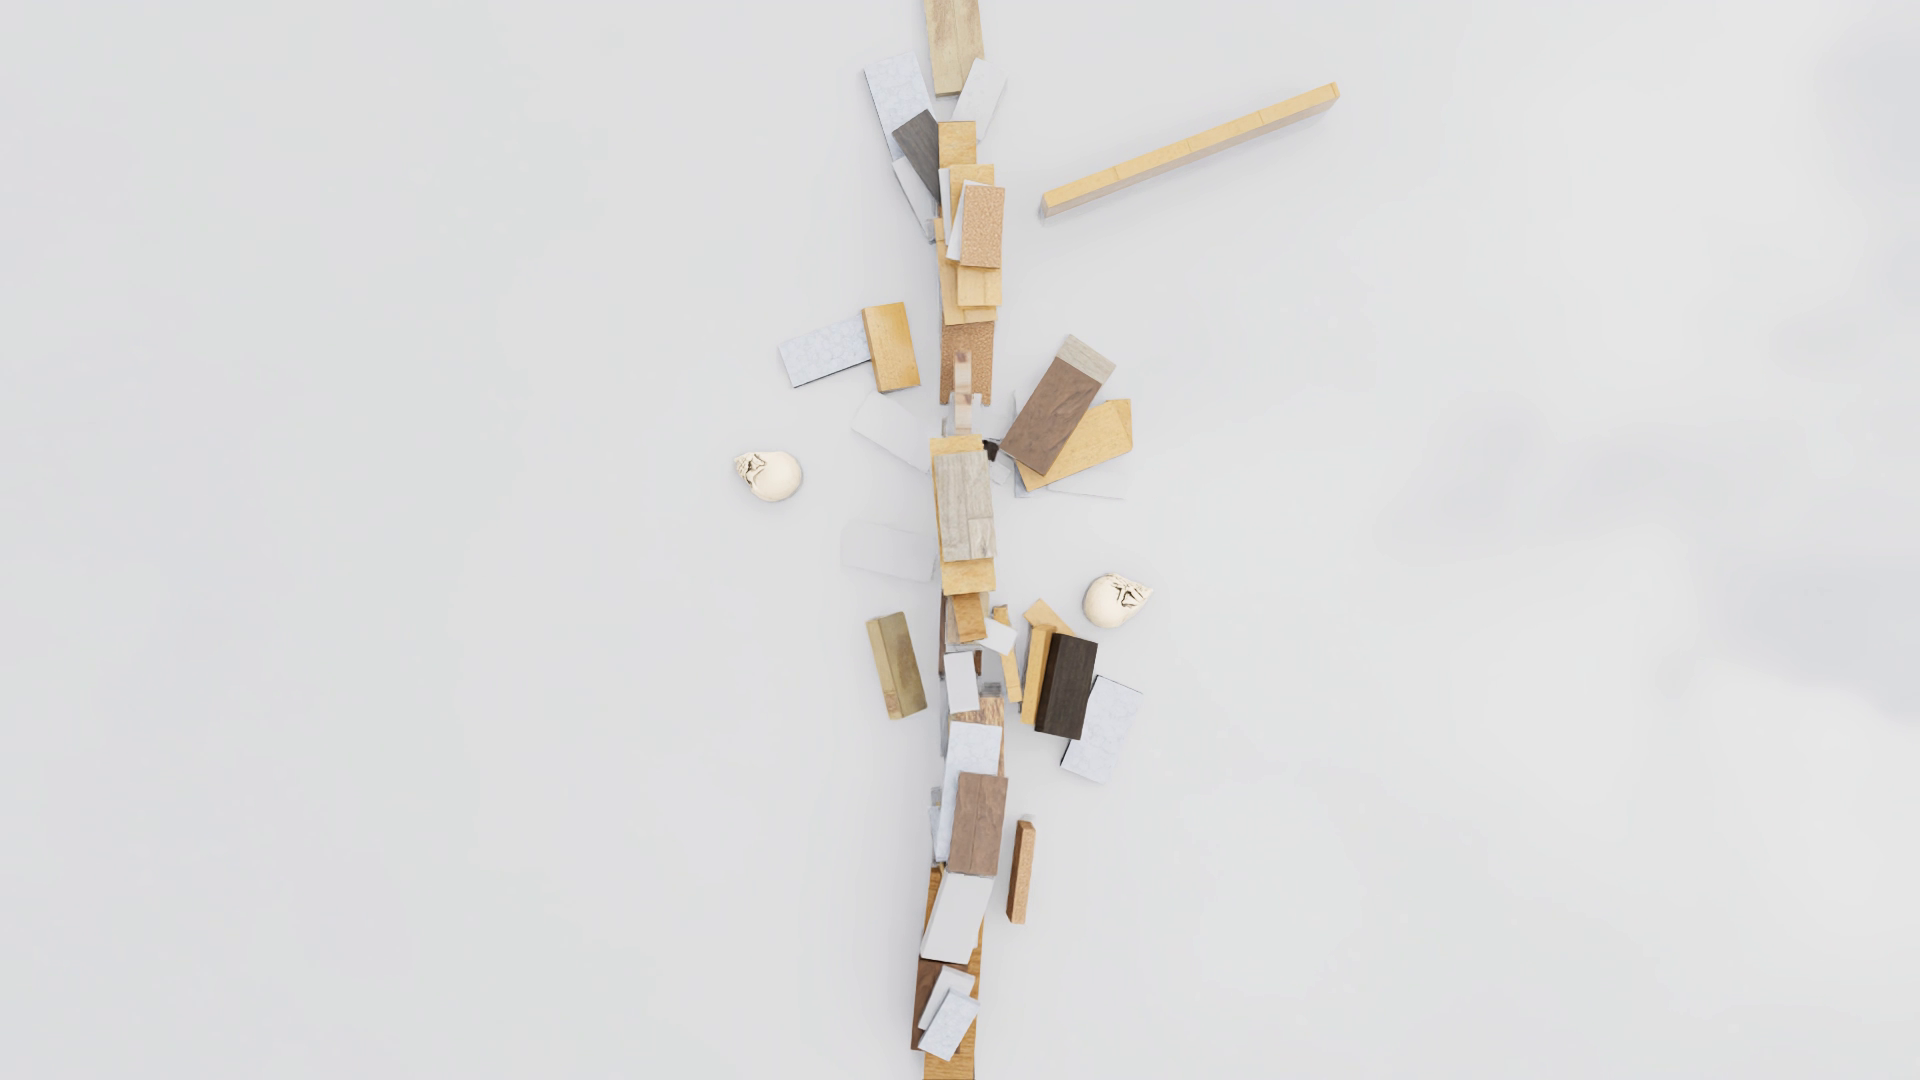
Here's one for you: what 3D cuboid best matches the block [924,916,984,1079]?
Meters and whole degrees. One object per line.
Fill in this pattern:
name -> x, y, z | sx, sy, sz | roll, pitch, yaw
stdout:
block -> -0.007, 1.313, 5.434 | 0.162, 0.046, 0.958 | 4, 90, 0

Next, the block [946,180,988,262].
block -> 0.044, -0.986, 5.143 | 0.123, 0.035, 0.247 | 13, 93, -3

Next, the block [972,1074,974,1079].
block -> -0.005, 1.951, 5.484 | 0.111, 0.031, 1.051 | -1, 90, 0

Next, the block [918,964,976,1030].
block -> -0.043, 1.485, 5.301 | 0.111, 0.031, 0.222 | 21, 105, -4

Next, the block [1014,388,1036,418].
block -> 0.279, -0.457, 5.460 | 0.188, 0.027, 0.094 | -4, 90, 0

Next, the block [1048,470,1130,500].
block -> 0.427, -0.191, 5.489 | 0.265, 0.023, 0.081 | 7, 90, 0

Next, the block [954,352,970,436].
block -> 0.010, -0.410, 5.292 | 0.050, 0.177, 0.355 | 0, 87, 0

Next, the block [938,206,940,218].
block -> 0.000, -0.972, 5.450 | 0.141, 0.040, 0.282 | -2, 101, -2

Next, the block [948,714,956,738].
block -> 0.032, 0.704, 5.352 | 0.140, 0.040, 0.280 | 0, 87, 0

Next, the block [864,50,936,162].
block -> -0.182, -1.422, 5.475 | 0.177, 0.050, 0.354 | -18, 90, 0

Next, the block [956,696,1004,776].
block -> 0.065, 0.689, 5.285 | 0.155, 0.044, 0.368 | 0, 87, -1

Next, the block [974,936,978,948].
block -> 0.011, 1.026, 5.391 | 0.140, 0.040, 0.595 | 5, 90, 0

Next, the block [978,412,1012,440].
block -> 0.089, -0.381, 5.489 | 0.162, 0.023, 0.081 | 9, 90, 0

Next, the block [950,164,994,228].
block -> 0.042, -1.044, 5.216 | 0.140, 0.040, 0.279 | -2, 94, -2

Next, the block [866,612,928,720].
block -> -0.207, 0.412, 5.417 | 0.047, 0.166, 0.331 | -14, 90, 31

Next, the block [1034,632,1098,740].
block -> 0.349, 0.482, 5.413 | 0.163, 0.046, 0.327 | 17, 81, -35

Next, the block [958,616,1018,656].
block -> 0.090, 0.292, 5.200 | 0.169, 0.024, 0.085 | 24, 98, -8

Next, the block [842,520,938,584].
block -> -0.229, 0.038, 5.479 | 0.297, 0.042, 0.149 | 13, 90, 0

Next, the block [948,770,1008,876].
block -> 0.056, 0.890, 5.182 | 0.155, 0.044, 0.310 | 7, 86, -1

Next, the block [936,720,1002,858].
block -> 0.028, 0.796, 5.233 | 0.163, 0.046, 0.429 | 7, 86, -1

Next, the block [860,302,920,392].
block -> -0.229, -0.638, 5.456 | 0.140, 0.040, 0.279 | -12, 90, -22

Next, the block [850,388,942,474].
block -> -0.200, -0.361, 5.479 | 0.297, 0.042, 0.149 | 31, 90, 0

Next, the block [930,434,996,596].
block -> 0.009, -0.078, 5.152 | 0.166, 0.047, 0.491 | -5, 85, 0

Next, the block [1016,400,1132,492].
block -> 0.363, -0.308, 5.452 | 0.370, 0.050, 0.177 | -22, 86, 2

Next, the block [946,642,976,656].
block -> 0.002, 0.286, 5.339 | 0.094, 0.027, 0.187 | 0, 67, -1

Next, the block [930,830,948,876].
block -> -0.029, 1.010, 5.282 | 0.089, 0.025, 0.178 | -13, 69, -8

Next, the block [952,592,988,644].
block -> 0.028, 0.231, 5.158 | 0.085, 0.024, 0.169 | -11, 83, 0

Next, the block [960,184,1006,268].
block -> 0.070, -0.970, 5.110 | 0.123, 0.035, 0.247 | 4, 94, -3

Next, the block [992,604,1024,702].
block -> 0.159, 0.371, 5.422 | 0.044, 0.155, 0.310 | -10, 90, 3

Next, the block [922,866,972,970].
block -> -0.031, 1.224, 5.328 | 0.162, 0.046, 0.323 | 6, 102, 0

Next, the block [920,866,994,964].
block -> -0.010, 1.195, 5.251 | 0.155, 0.044, 0.310 | 13, 105, -16

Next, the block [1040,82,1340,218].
block -> 0.749, -1.277, 5.412 | 1.011, 0.177, 0.050 | -21, 90, 0

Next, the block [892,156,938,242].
block -> -0.102, -1.147, 5.451 | 0.141, 0.040, 0.282 | -26, 102, 0

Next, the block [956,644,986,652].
block -> 0.024, 0.199, 5.347 | 0.094, 0.027, 0.331 | -3, 67, -2
